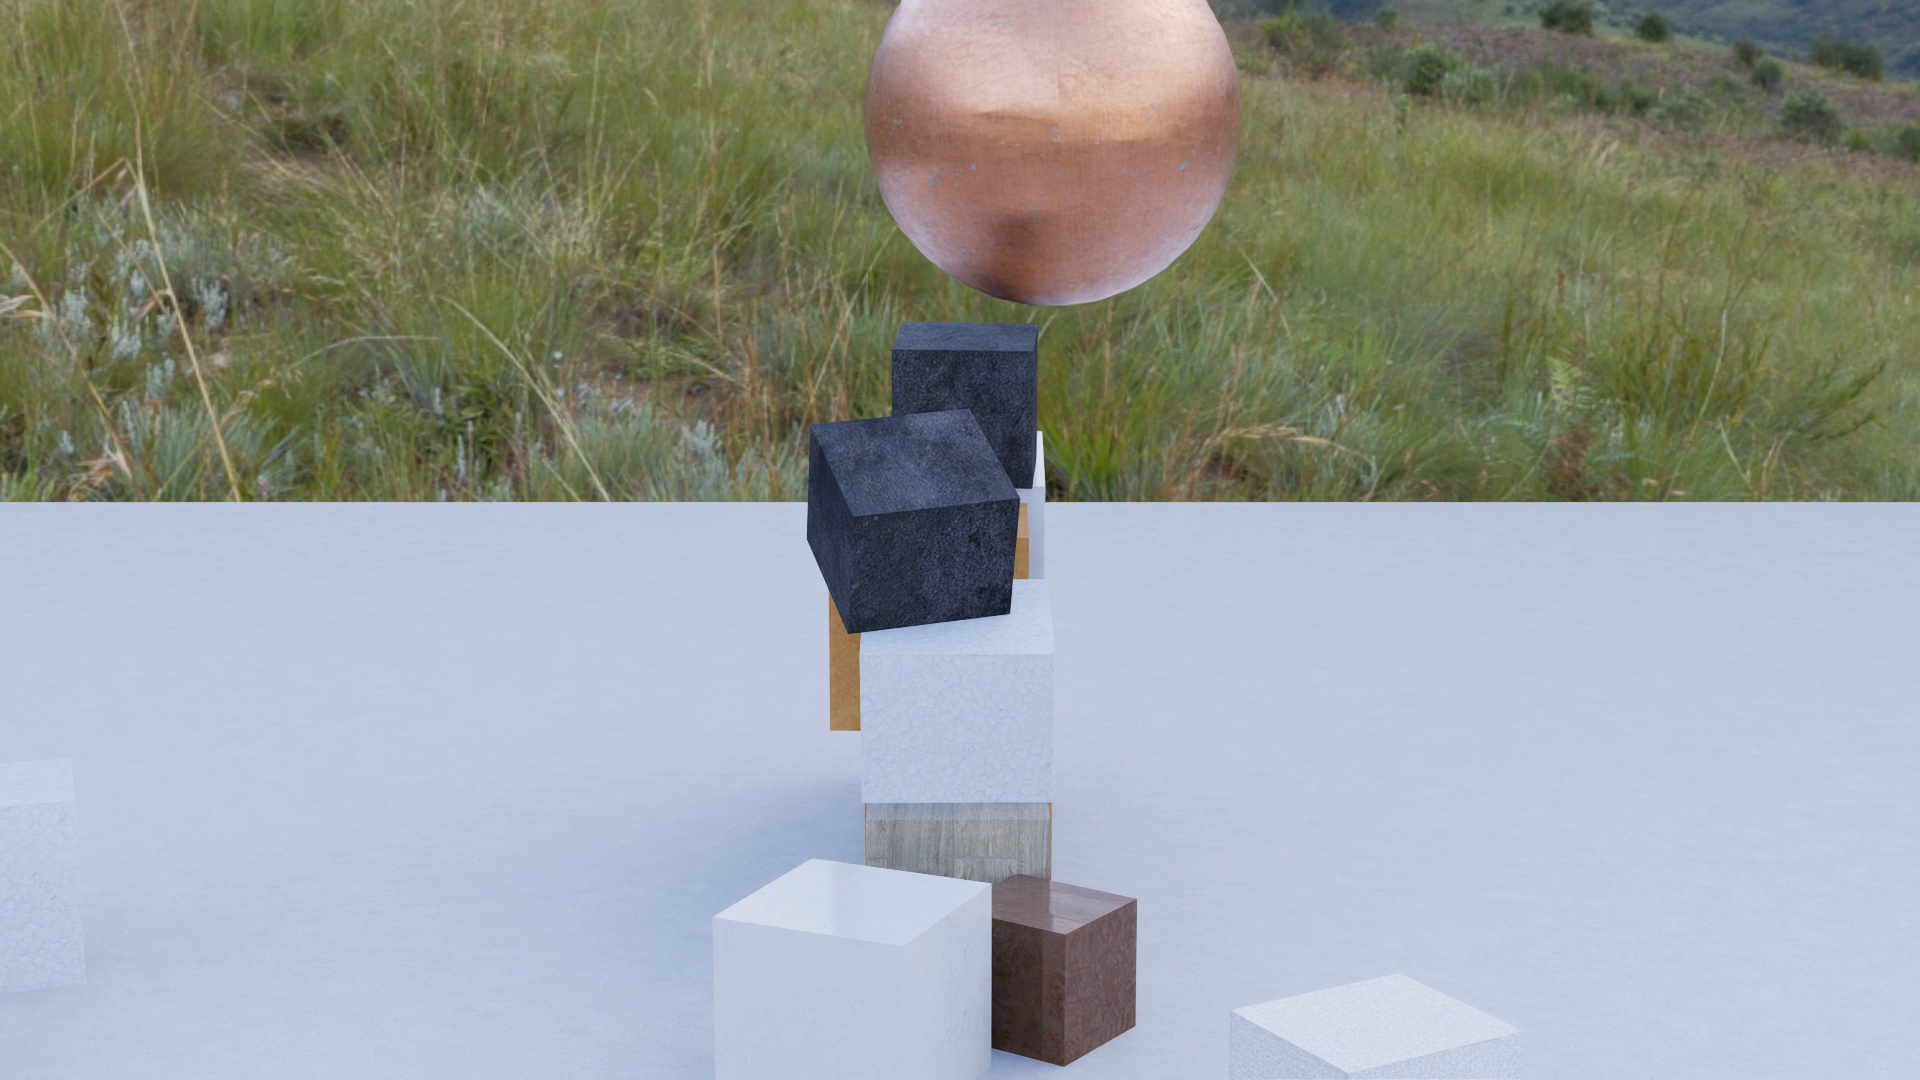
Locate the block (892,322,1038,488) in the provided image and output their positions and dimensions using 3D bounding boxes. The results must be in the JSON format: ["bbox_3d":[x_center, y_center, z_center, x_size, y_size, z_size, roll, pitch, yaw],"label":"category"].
[{"bbox_3d":[0.029,-0.611,11.515,0.617,0.619,0.580,1,17,4],"label":"block"}]

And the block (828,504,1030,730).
[{"bbox_3d":[-0.122,0.315,11.019,0.823,0.818,0.867,0,10,1],"label":"block"}]

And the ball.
[{"bbox_3d":[0.391,-1.791,10.855,1.600,1.600,1.600,0,10,0],"label":"ball"}]

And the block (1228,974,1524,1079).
[{"bbox_3d":[1.286,1.790,8.001,0.675,0.614,0.594,-6,12,-29],"label":"block"}]

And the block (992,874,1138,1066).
[{"bbox_3d":[0.299,1.580,9.490,0.527,0.496,0.491,7,13,34],"label":"block"}]

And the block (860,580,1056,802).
[{"bbox_3d":[-0.013,0.590,10.191,0.742,0.636,0.719,0,22,0],"label":"block"}]

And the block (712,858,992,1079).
[{"bbox_3d":[-0.364,1.583,8.952,0.716,0.682,0.728,5,11,24],"label":"block"}]

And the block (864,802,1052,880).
[{"bbox_3d":[-0.009,1.159,10.929,0.762,0.809,0.891,0,10,0],"label":"block"}]

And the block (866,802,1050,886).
[{"bbox_3d":[-0.011,1.350,10.156,0.702,0.709,0.694,0,10,-1],"label":"block"}]

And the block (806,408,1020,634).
[{"bbox_3d":[-0.197,-0.082,10.107,0.658,0.544,0.674,-7,35,-16],"label":"block"}]

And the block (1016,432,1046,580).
[{"bbox_3d":[-0.025,0.072,11.960,0.820,0.947,0.990,0,17,1],"label":"block"}]

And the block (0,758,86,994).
[{"bbox_3d":[-3.860,1.335,10.143,0.711,0.745,0.658,-4,11,-20],"label":"block"}]
